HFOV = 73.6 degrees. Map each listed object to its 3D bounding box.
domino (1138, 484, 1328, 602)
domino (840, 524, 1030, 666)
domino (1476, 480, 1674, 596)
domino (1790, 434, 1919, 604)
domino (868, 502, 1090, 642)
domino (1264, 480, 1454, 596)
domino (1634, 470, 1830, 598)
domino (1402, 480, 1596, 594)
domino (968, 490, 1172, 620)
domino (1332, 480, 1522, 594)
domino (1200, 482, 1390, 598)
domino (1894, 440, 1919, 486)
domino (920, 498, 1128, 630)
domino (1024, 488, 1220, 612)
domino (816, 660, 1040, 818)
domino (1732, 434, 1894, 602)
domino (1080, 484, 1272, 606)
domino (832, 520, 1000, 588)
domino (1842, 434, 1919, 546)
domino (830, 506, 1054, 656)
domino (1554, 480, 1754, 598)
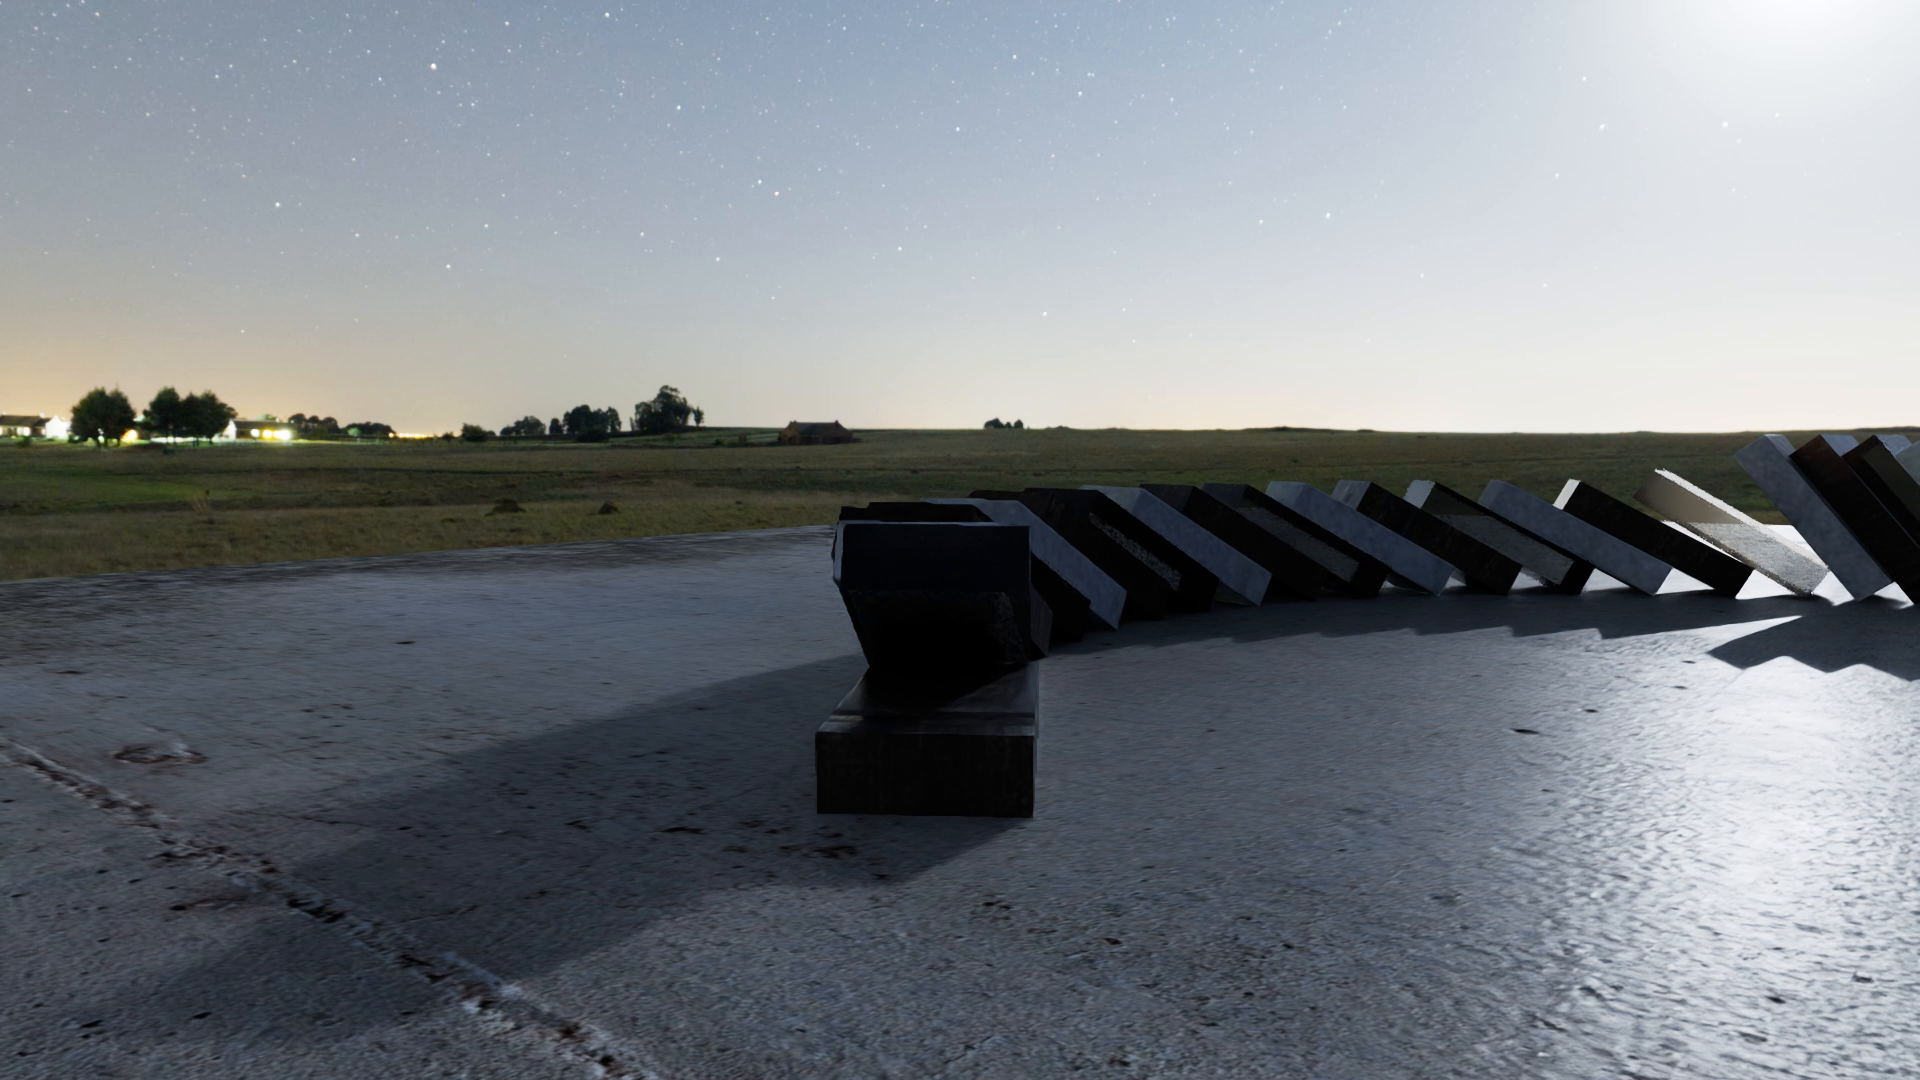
[{"bbox_3d":[0.073,0.001,0.348,0.050,0.010,0.025,29,-8,-24],"label":"domino"},{"bbox_3d":[-0.002,0.012,0.193,0.025,0.010,0.050,1,-23,3],"label":"domino"},{"bbox_3d":[0.177,-0.001,0.374,0.050,0.010,0.025,30,10,10],"label":"domino"},{"bbox_3d":[0.255,-0.007,0.355,0.025,0.050,0.009,-3,-33,-39],"label":"domino"},{"bbox_3d":[0.004,0.007,0.265,0.025,0.010,0.050,3,-22,35],"label":"domino"},{"bbox_3d":[0.112,-0.001,0.367,0.050,0.009,0.025,28,0,-9],"label":"domino"},{"bbox_3d":[0.222,-0.003,0.368,0.050,0.010,0.025,40,25,30],"label":"domino"},{"bbox_3d":[0.155,-0.001,0.374,0.050,0.009,0.025,28,6,3],"label":"domino"},{"bbox_3d":[0.025,0.004,0.303,0.025,0.009,0.050,4,-22,45],"label":"domino"},{"bbox_3d":[0.133,-0.001,0.371,0.050,0.010,0.025,28,2,-5],"label":"domino"},{"bbox_3d":[0.092,0.000,0.358,0.050,0.009,0.025,28,-4,-16],"label":"domino"},{"bbox_3d":[0.271,-0.005,0.336,0.025,0.050,0.010,-3,-33,-39],"label":"domino"},{"bbox_3d":[0.014,0.006,0.284,0.025,0.009,0.050,3,-22,37],"label":"domino"},{"bbox_3d":[0.039,0.003,0.319,0.050,0.010,0.025,32,-17,-36],"label":"domino"},{"bbox_3d":[-0.002,0.025,0.172,0.025,0.009,0.050,0,4,4],"label":"domino"},{"bbox_3d":[0.241,-0.007,0.360,0.025,0.050,0.010,-5,-32,-47],"label":"domino"},{"bbox_3d":[0.055,0.002,0.335,0.050,0.010,0.025,30,-12,-29],"label":"domino"},{"bbox_3d":[-0.003,0.011,0.218,0.025,0.009,0.050,1,-22,9],"label":"domino"},{"bbox_3d":[0.264,-0.006,0.346,0.025,0.050,0.010,-3,-33,-39],"label":"domino"},{"bbox_3d":[-0.002,0.009,0.241,0.025,0.010,0.050,2,-23,22],"label":"domino"},{"bbox_3d":[0.199,-0.001,0.370,0.050,0.009,0.025,31,13,15],"label":"domino"}]
